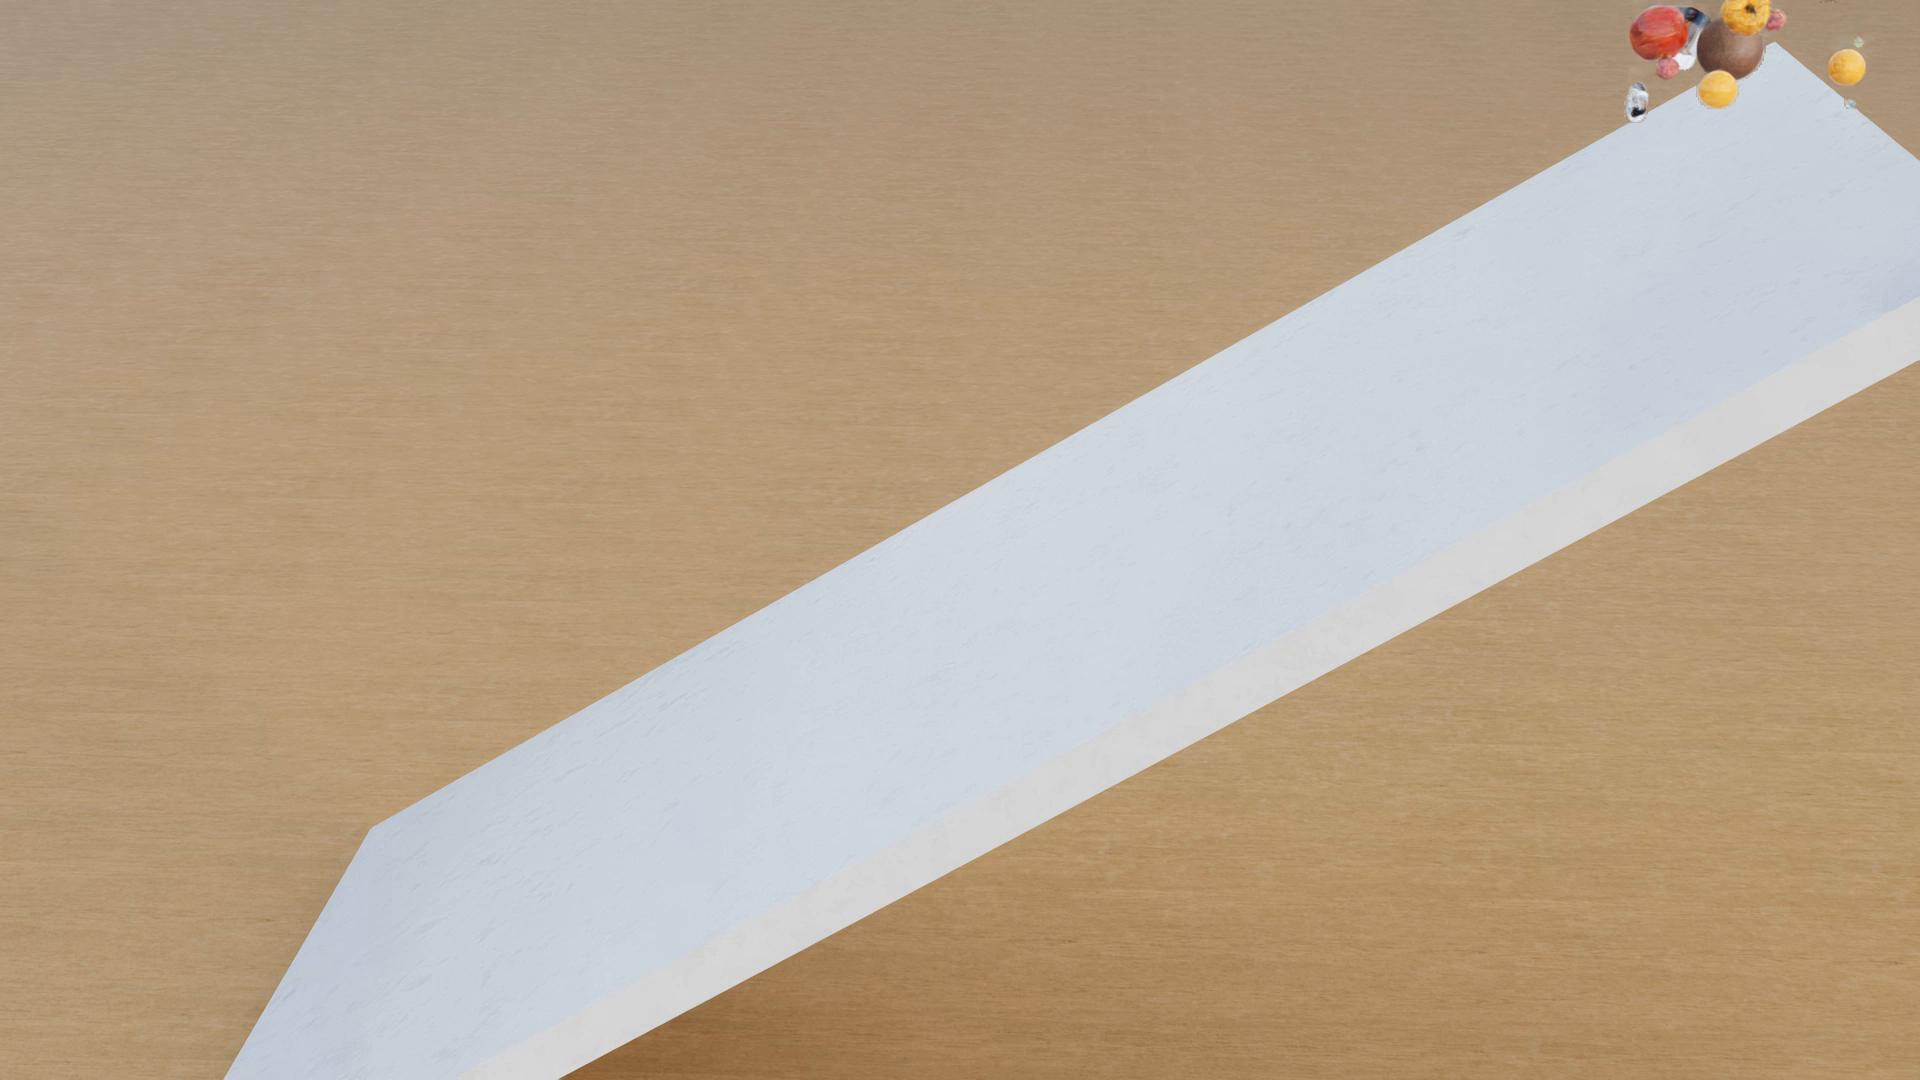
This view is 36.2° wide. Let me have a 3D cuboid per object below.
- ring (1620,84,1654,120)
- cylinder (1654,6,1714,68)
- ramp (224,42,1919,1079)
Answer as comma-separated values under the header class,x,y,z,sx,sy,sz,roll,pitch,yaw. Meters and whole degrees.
class,x,y,z,sx,sy,sz,roll,pitch,yaw
ring,1.315,-0.851,5.716,0.025,0.076,0.076,24,7,-28
cylinder,1.451,-1.007,5.895,0.088,0.088,0.088,18,68,41
ramp,0.142,0.168,6.288,4.000,0.100,2.000,-29,15,13
